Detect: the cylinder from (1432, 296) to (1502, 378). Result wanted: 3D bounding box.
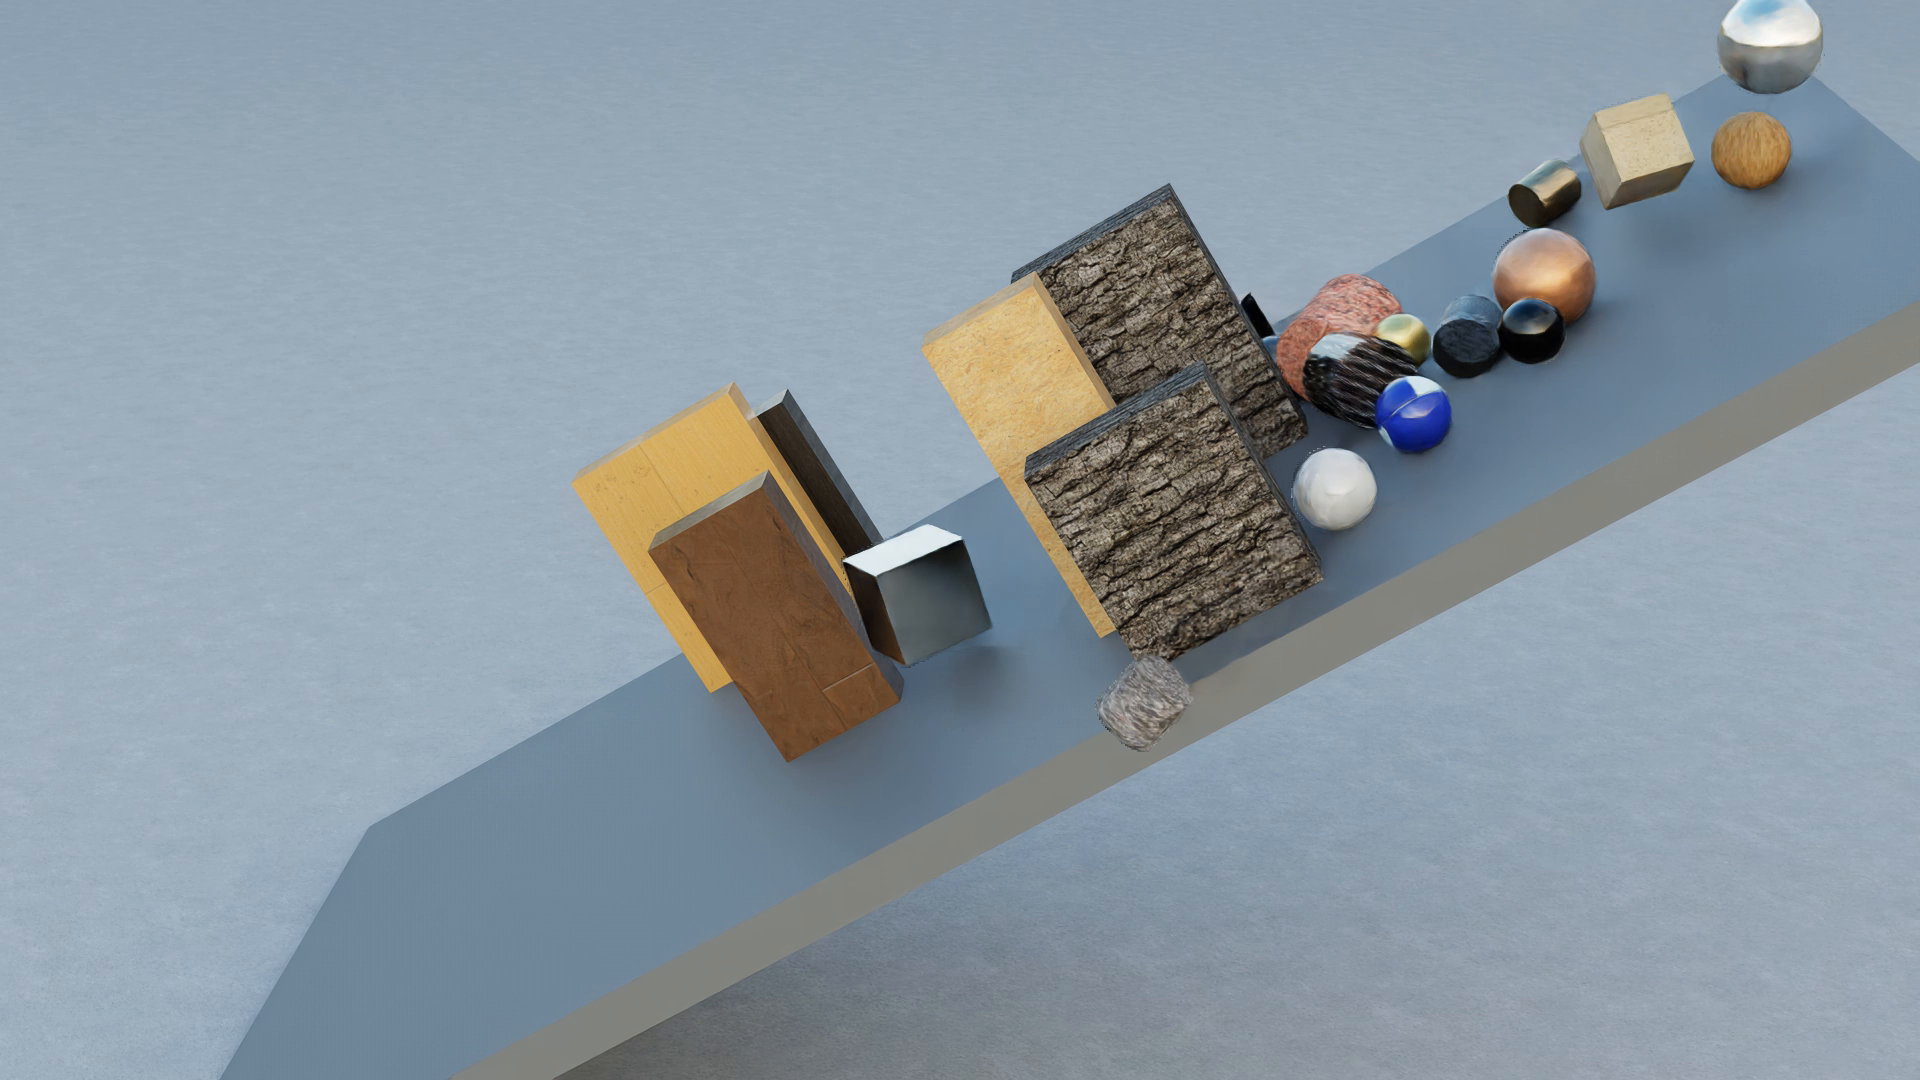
[{"bbox_3d":[1.022,-0.409,5.910,0.128,0.128,0.128,6,28,16],"label":"cylinder"}]

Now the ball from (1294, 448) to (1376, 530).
[{"bbox_3d":[0.700,-0.095,5.493,0.155,0.155,0.155,0,19,0],"label":"ball"}]

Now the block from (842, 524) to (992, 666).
[{"bbox_3d":[-0.088,0.110,5.999,0.200,0.200,0.200,-23,16,-17],"label":"block"}]

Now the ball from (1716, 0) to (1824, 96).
[{"bbox_3d":[1.510,-0.927,5.481,0.193,0.193,0.193,0,19,0],"label":"ball"}]

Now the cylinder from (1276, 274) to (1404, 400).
[{"bbox_3d":[0.809,-0.423,6.237,0.207,0.207,0.207,11,38,30],"label":"cylinder"}]

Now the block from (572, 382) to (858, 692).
[{"bbox_3d":[-0.557,-0.003,6.883,0.434,0.601,0.102,-29,15,12],"label":"block"}]

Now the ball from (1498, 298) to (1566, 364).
[{"bbox_3d":[1.098,-0.402,5.652,0.128,0.128,0.128,0,19,0],"label":"ball"}]

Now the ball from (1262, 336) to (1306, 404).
[{"bbox_3d":[0.688,-0.361,6.366,0.165,0.165,0.165,0,19,0],"label":"ball"}]

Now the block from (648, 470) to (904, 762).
[{"bbox_3d":[-0.378,0.160,6.107,0.278,0.540,0.119,-29,15,12],"label":"block"}]

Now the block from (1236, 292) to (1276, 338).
[{"bbox_3d":[0.599,-0.436,6.612,0.153,0.153,0.153,-15,25,46],"label":"block"}]

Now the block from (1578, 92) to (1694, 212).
[{"bbox_3d":[1.400,-0.804,6.093,0.159,0.159,0.159,-17,-15,-5],"label":"block"}]

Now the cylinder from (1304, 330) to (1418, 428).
[{"bbox_3d":[0.811,-0.327,5.966,0.180,0.180,0.180,-4,10,-12],"label":"cylinder"}]

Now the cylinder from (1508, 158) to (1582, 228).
[{"bbox_3d":[1.299,-0.770,6.536,0.114,0.114,0.114,-36,34,-22],"label":"cylinder"}]

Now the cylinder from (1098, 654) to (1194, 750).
[{"bbox_3d":[0.323,0.281,5.105,0.118,0.118,0.118,34,23,-17],"label":"cylinder"}]

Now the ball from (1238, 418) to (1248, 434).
[{"bbox_3d":[0.474,-0.171,5.763,0.195,0.195,0.195,0,19,0],"label":"ball"}]

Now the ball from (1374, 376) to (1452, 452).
[{"bbox_3d":[0.869,-0.241,5.640,0.147,0.147,0.147,0,19,0],"label":"ball"}]

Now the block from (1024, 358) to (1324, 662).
[{"bbox_3d":[0.391,-0.041,5.386,0.374,0.439,0.134,-29,15,12],"label":"block"}]

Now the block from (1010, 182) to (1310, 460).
[{"bbox_3d":[0.420,-0.393,6.181,0.381,0.585,0.144,-29,15,12],"label":"block"}]

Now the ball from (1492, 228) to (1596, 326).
[{"bbox_3d":[1.159,-0.516,5.830,0.202,0.202,0.202,0,19,0],"label":"ball"}]

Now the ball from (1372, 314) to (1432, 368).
[{"bbox_3d":[0.915,-0.408,6.103,0.124,0.124,0.124,0,19,0],"label":"ball"}]

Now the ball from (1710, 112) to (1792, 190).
[{"bbox_3d":[1.589,-0.783,5.910,0.156,0.156,0.156,0,19,0],"label":"ball"}]

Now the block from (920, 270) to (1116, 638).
[{"bbox_3d":[0.209,-0.162,5.684,0.247,0.675,0.115,-29,15,12],"label":"block"}]

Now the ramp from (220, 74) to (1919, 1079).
[{"bbox_3d":[0.142,0.168,6.287,4.000,0.100,2.000,-29,15,12],"label":"ramp"}]

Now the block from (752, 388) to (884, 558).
[{"bbox_3d":[-0.475,-0.040,7.060,0.436,0.488,0.115,-29,15,12],"label":"block"}]
